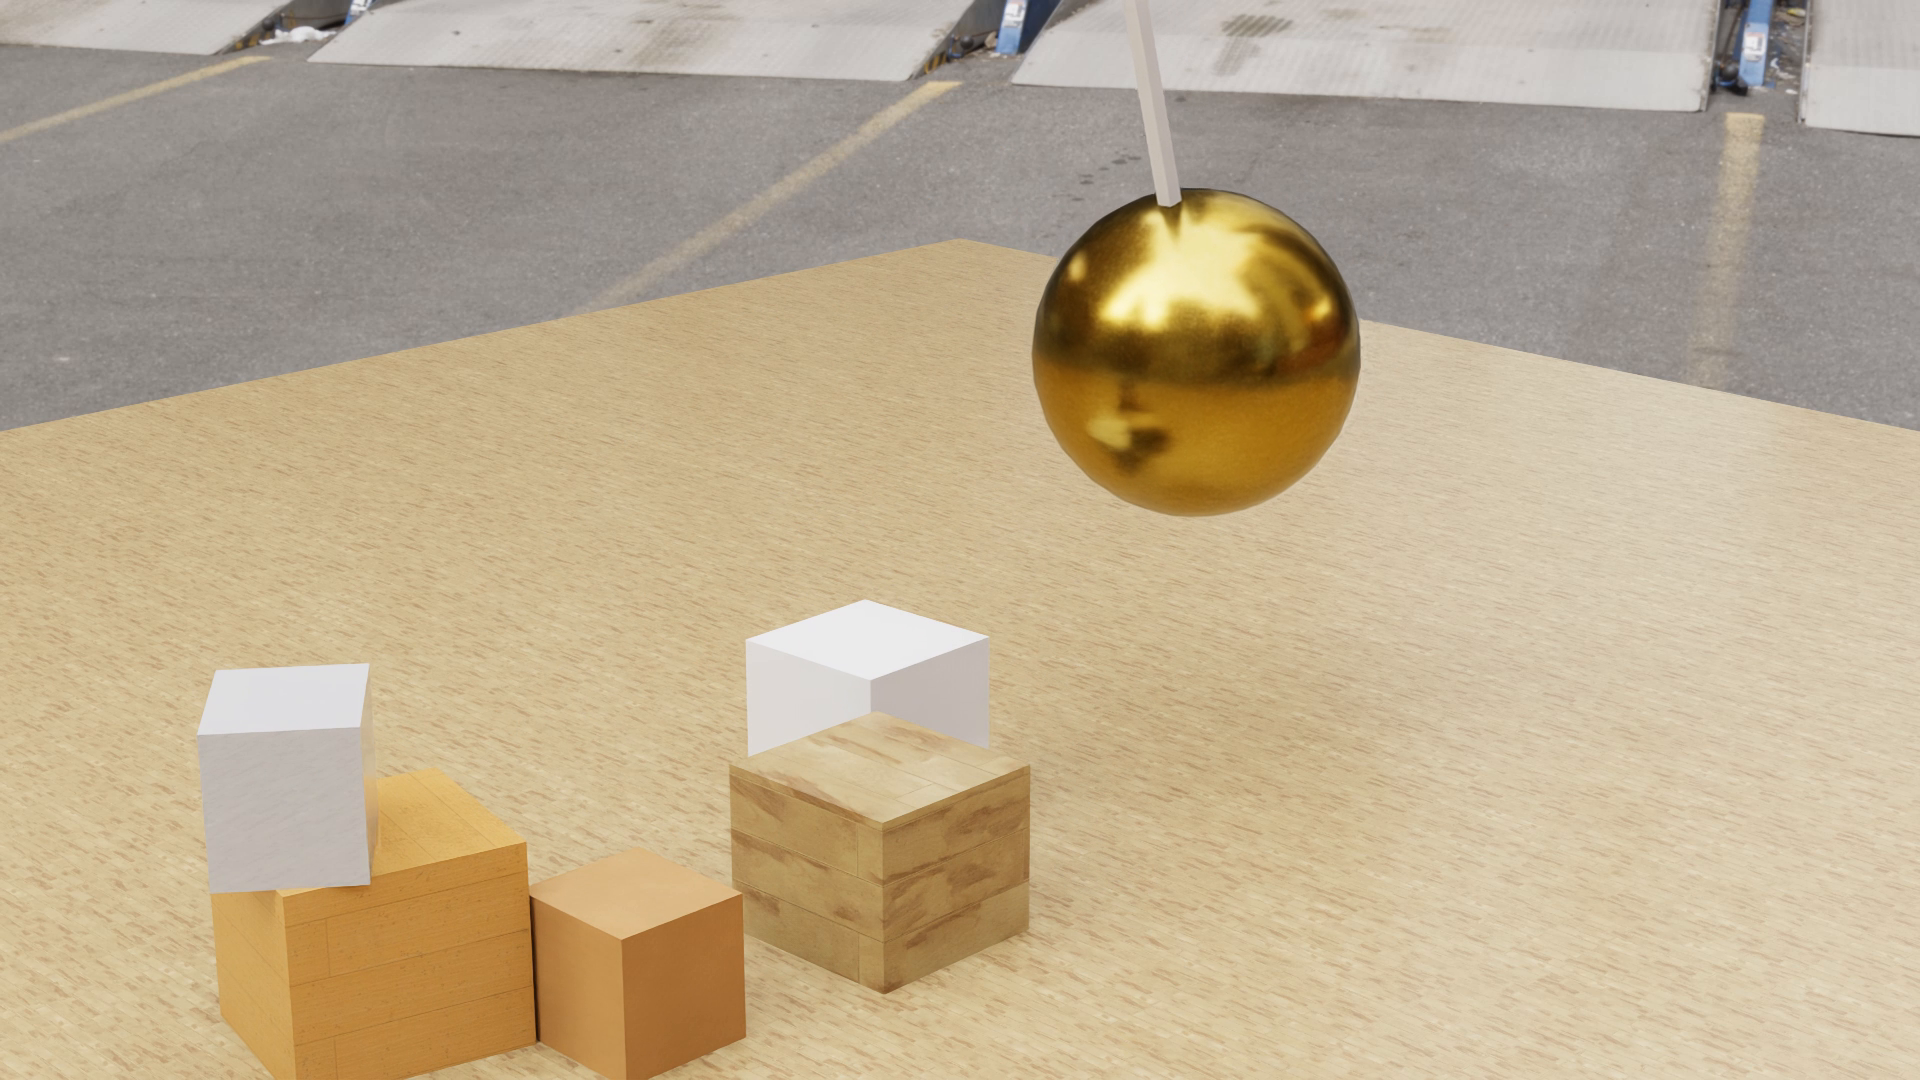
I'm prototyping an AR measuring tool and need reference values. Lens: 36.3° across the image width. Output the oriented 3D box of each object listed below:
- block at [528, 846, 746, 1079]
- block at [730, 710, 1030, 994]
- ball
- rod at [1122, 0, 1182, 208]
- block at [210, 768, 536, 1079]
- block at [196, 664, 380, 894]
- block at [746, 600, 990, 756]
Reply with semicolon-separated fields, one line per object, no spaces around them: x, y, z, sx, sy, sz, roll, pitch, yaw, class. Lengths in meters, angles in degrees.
-1.321;1.711;11.834;0.617;0.638;0.660;-17;24;-42;block
-0.347;1.339;12.785;0.943;0.778;0.898;16;24;41;block
1.146;-0.908;14.257;1.600;1.600;1.600;0;17;0;ball
0.497;-3.836;12.656;0.080;5.200;0.080;17;40;42;rod
-2.383;1.576;11.848;0.998;0.888;0.930;-11;20;-30;block
-2.597;0.916;11.394;0.598;0.645;0.711;-2;18;-8;block
-0.437;0.894;13.996;0.820;0.902;0.809;15;23;40;block
